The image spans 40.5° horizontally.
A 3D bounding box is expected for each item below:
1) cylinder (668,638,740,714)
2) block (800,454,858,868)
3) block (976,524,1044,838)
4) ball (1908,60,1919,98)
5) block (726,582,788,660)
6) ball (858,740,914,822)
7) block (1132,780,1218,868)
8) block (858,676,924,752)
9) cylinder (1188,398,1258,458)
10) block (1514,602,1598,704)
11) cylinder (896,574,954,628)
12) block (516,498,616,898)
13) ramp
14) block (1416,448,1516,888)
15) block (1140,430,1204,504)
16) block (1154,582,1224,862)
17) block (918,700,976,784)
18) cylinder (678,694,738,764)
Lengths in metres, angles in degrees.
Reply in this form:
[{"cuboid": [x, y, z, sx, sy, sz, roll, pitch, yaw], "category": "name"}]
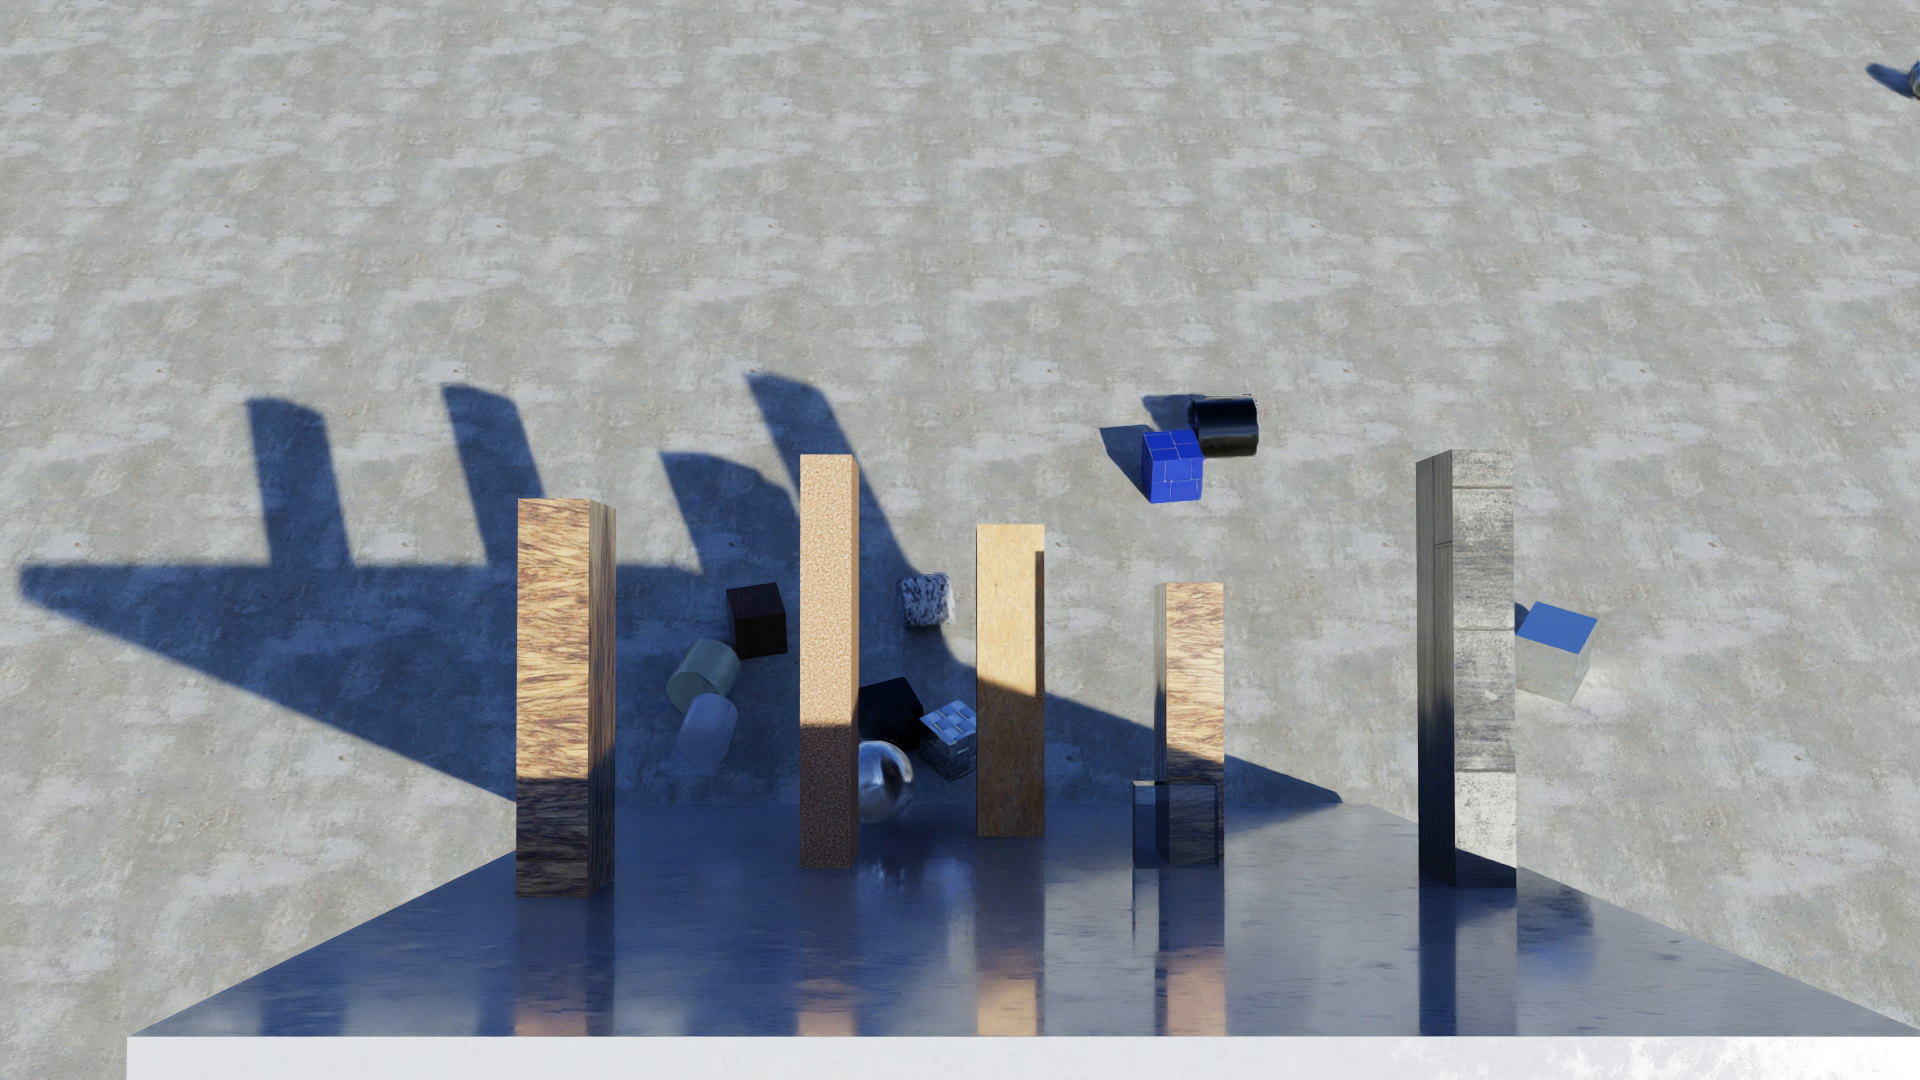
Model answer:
[{"cuboid": [-0.718, 0.387, 7.297, 0.159, 0.159, 0.159, 10, 37, 14], "category": "cylinder"}, {"cuboid": [-0.257, 0.238, 5.150, 0.097, 0.789, 0.373, 0, -2, 0], "category": "block"}, {"cuboid": [0.112, 0.317, 5.937, 0.149, 0.688, 0.408, 0, -2, 0], "category": "block"}, {"cuboid": [3.877, -1.843, 10.380, 0.170, 0.170, 0.170, 0, 36, 0], "category": "ball"}, {"cuboid": [-0.588, 0.235, 7.519, 0.148, 0.148, 0.148, -8, 37, -11], "category": "block"}, {"cuboid": [-0.206, 0.573, 6.188, 0.196, 0.196, 0.196, 0, 36, 0], "category": "ball"}, {"cuboid": [0.415, 0.549, 5.023, 0.158, 0.158, 0.158, 0, -2, 1], "category": "block"}, {"cuboid": [-0.194, 0.490, 7.169, 0.143, 0.143, 0.143, -13, 38, -18], "category": "block"}, {"cuboid": [0.840, -0.357, 8.302, 0.190, 0.190, 0.190, -3, 36, -4], "category": "cylinder"}, {"cuboid": [1.681, 0.320, 7.373, 0.182, 0.182, 0.182, 17, 39, 23], "category": "block"}, {"cuboid": [-0.102, 0.179, 7.601, 0.143, 0.143, 0.143, -8, 37, -11], "category": "cylinder"}, {"cuboid": [-0.693, 0.274, 4.592, 0.121, 0.677, 0.349, 0, -2, 0], "category": "block"}, {"cuboid": [0.079, 0.673, 4.871, 2.000, 0.100, 4.000, 0, -2, 0], "category": "ramp"}, {"cuboid": [0.925, 0.232, 4.767, 0.107, 0.773, 0.368, 0, -2, 0], "category": "block"}, {"cuboid": [0.665, -0.231, 8.154, 0.161, 0.161, 0.161, -5, 36, -6], "category": "block"}, {"cuboid": [0.462, 0.364, 5.276, 0.112, 0.547, 0.333, 0, -2, 0], "category": "block"}, {"cuboid": [-0.015, 0.549, 7.093, 0.138, 0.138, 0.138, -24, 42, -29], "category": "block"}, {"cuboid": [-0.692, 0.518, 7.134, 0.139, 0.139, 0.139, 5, 36, 6], "category": "cylinder"}]
